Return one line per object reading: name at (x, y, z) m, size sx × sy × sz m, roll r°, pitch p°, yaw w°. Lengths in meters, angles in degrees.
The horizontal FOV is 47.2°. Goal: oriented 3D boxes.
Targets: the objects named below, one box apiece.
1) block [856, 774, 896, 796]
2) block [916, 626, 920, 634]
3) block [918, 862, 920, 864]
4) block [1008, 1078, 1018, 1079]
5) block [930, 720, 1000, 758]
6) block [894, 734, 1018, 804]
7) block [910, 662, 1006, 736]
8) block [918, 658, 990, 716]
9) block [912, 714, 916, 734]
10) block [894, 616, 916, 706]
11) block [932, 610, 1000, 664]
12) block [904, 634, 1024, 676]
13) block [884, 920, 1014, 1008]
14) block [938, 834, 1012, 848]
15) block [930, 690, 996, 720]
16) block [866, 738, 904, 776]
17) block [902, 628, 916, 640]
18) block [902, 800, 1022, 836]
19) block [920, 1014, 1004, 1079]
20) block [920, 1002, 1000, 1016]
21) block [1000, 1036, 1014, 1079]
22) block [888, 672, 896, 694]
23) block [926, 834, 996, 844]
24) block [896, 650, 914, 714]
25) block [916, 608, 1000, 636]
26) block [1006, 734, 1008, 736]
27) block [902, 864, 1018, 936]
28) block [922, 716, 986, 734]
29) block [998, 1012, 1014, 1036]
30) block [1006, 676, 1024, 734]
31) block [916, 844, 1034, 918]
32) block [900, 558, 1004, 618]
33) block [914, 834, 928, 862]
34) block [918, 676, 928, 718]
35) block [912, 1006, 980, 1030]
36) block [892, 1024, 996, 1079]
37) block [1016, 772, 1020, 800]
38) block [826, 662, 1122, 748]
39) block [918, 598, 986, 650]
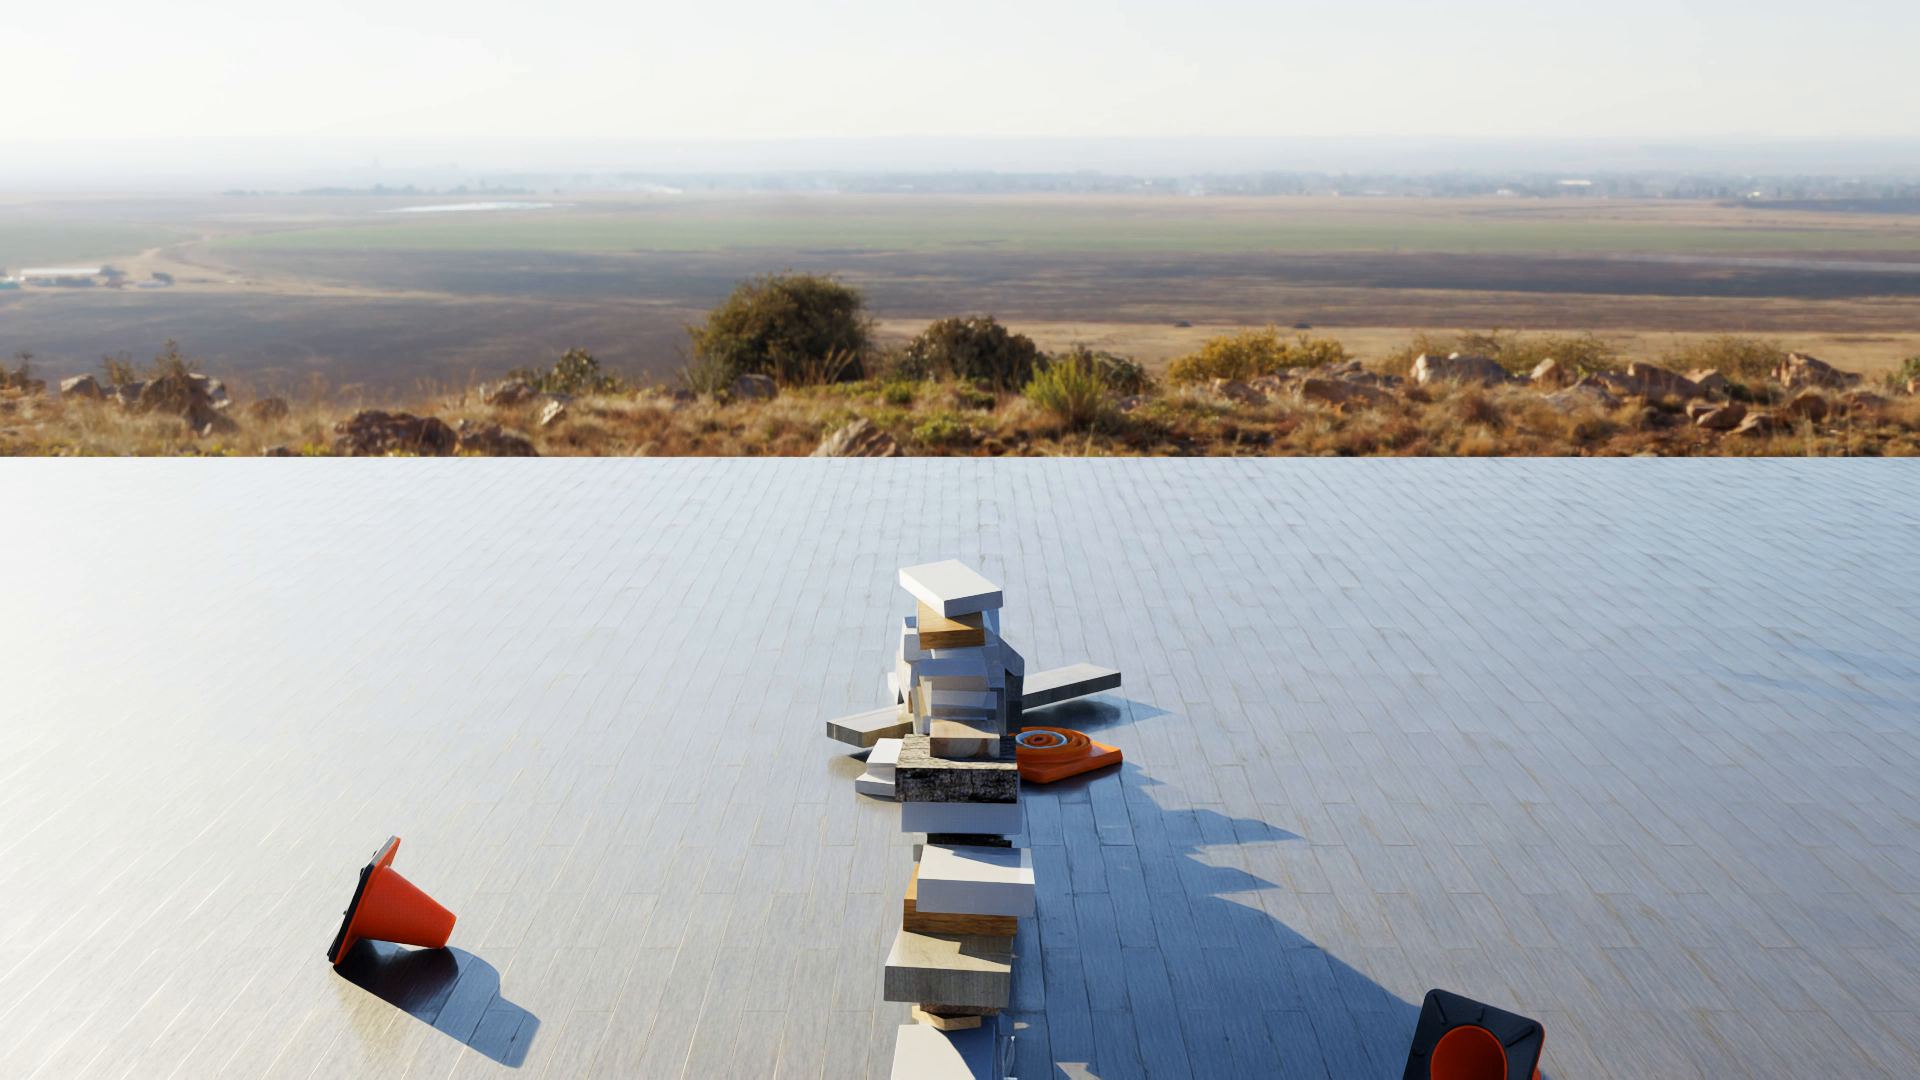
block at (-0.131, 0.461, 4.296) m, size 0.085 × 0.024 × 0.171 m, roll 4°, pitch 11°, yaw 21°
block at (0.003, 0.176, 3.765) m, size 0.101 × 0.029 × 0.202 m, roll -2°, pitch -11°, yaw 16°
block at (-0.008, 0.495, 3.819) m, size 0.126 × 0.036 × 0.251 m, roll 0°, pitch 33°, yaw 0°
block at (-0.022, 0.709, 2.602) m, size 0.118 × 0.034 × 0.469 m, roll -1°, pitch 0°, yaw 9°
block at (0.006, 0.296, 3.293) m, size 0.101 × 0.029 × 0.203 m, roll 1°, pitch 3°, yaw -1°
block at (-0.003, 0.337, 3.259) m, size 0.171 × 0.049 × 0.343 m, roll 1°, pitch 3°, yaw 1°
block at (0.002, 0.315, 3.768) m, size 0.153 × 0.043 × 0.444 m, roll 1°, pitch -26°, yaw 2°
block at (-0.005, 0.237, 3.455) m, size 0.101 × 0.029 × 0.202 m, roll -1°, pitch -25°, yaw 4°
block at (-0.013, 0.353, 4.504) m, size 0.167 × 0.047 × 0.535 m, roll 0°, pitch 11°, yaw -3°
block at (-0.073, 0.265, 4.809) m, size 0.118 × 0.236 × 0.033 m, roll -2°, pitch 39°, yaw -12°
block at (0.001, 0.155, 3.506) m, size 0.100 × 0.028 × 0.200 m, roll -5°, pitch 16°, yaw -4°
block at (0.011, 0.202, 3.712) m, size 0.153 × 0.043 × 0.305 m, roll -1°, pitch -11°, yaw 10°
block at (-0.007, 0.537, 2.871) m, size 0.149 × 0.042 × 0.489 m, roll 3°, pitch -1°, yaw 2°
block at (0.011, 0.518, 3.202) m, size 0.108 × 0.031 × 0.217 m, roll 5°, pitch 36°, yaw 5°
block at (0.004, 0.290, 3.499) m, size 0.101 × 0.029 × 0.202 m, roll 2°, pitch -25°, yaw -1°
block at (-0.130, 0.428, 4.343) m, size 0.085 × 0.024 × 0.171 m, roll 1°, pitch 11°, yaw 6°
block at (-0.058, 0.216, 4.634) m, size 0.091 × 0.026 × 0.183 m, roll -2°, pitch 11°, yaw -12°
block at (0.003, 0.426, 3.369) m, size 0.171 × 0.049 × 0.499 m, roll 1°, pitch -8°, yaw 0°
block at (0.001, 0.647, 2.738) m, size 0.102 × 0.029 × 0.203 m, roll -3°, pitch 14°, yaw -1°
block at (0.004, 0.583, 2.886) m, size 0.098 × 0.028 × 0.347 m, roll 3°, pitch -4°, yaw 2°
block at (0.012, 0.677, 2.833) m, size 0.102 × 0.029 × 0.203 m, roll -1°, pitch 0°, yaw 6°
block at (-0.037, 0.326, 4.999) m, size 0.236 × 0.033 × 0.118 m, roll -2°, pitch 11°, yaw -12°
block at (0.003, 0.505, 3.333) m, size 0.108 × 0.031 × 0.217 m, roll 1°, pitch 16°, yaw 0°
block at (-0.038, 0.292, 4.571) m, size 0.167 × 0.047 × 0.334 m, roll -1°, pitch 11°, yaw -6°
block at (-0.003, 0.220, 4.450) m, size 0.167 × 0.047 × 0.334 m, roll 3°, pitch 30°, yaw -3°
block at (0.015, 0.324, 4.110) m, size 0.145 × 0.041 × 0.290 m, roll 0°, pitch 29°, yaw 0°
block at (0.005, 0.494, 3.032) m, size 0.149 × 0.042 × 0.299 m, roll 3°, pitch 1°, yaw 2°
block at (-0.007, 0.331, 3.520) m, size 0.100 × 0.028 × 0.201 m, roll 1°, pitch -25°, yaw 1°
block at (0.012, 0.658, 2.972) m, size 0.102 × 0.029 × 0.203 m, roll -1°, pitch -16°, yaw 7°
block at (0.033, 0.291, 3.878) m, size 0.153 × 0.043 × 0.305 m, roll 1°, pitch -15°, yaw 1°
block at (0.021, 0.453, 2.944) m, size 0.149 × 0.042 × 0.299 m, roll 3°, pitch 1°, yaw 1°
block at (-0.016, 0.077, 3.571) m, size 0.101 × 0.029 × 0.202 m, roll -10°, pitch 17°, yaw -20°
block at (-0.014, 0.456, 3.745) m, size 0.126 × 0.036 × 0.251 m, roll 0°, pitch 30°, yaw 0°
block at (-0.013, 0.278, 3.594) m, size 0.100 × 0.028 × 0.200 m, roll 0°, pitch -34°, yaw 3°
block at (-0.017, 0.594, 2.742) m, size 0.049 × 0.014 × 0.105 m, roll 0°, pitch -2°, yaw -23°
block at (-0.021, 0.646, 2.616) m, size 0.118 × 0.034 × 0.237 m, roll -2°, pitch 14°, yaw 3°
block at (0.006, 0.403, 3.550) m, size 0.171 × 0.049 × 0.343 m, roll 1°, pitch -8°, yaw 0°
block at (0.043, 0.351, 4.732) m, size 0.753 × 0.033 × 0.118 m, roll -9°, pitch 14°, yaw -41°
block at (-0.015, 0.126, 3.507) m, size 0.101 × 0.029 × 0.202 m, roll -4°, pitch 16°, yaw -1°
